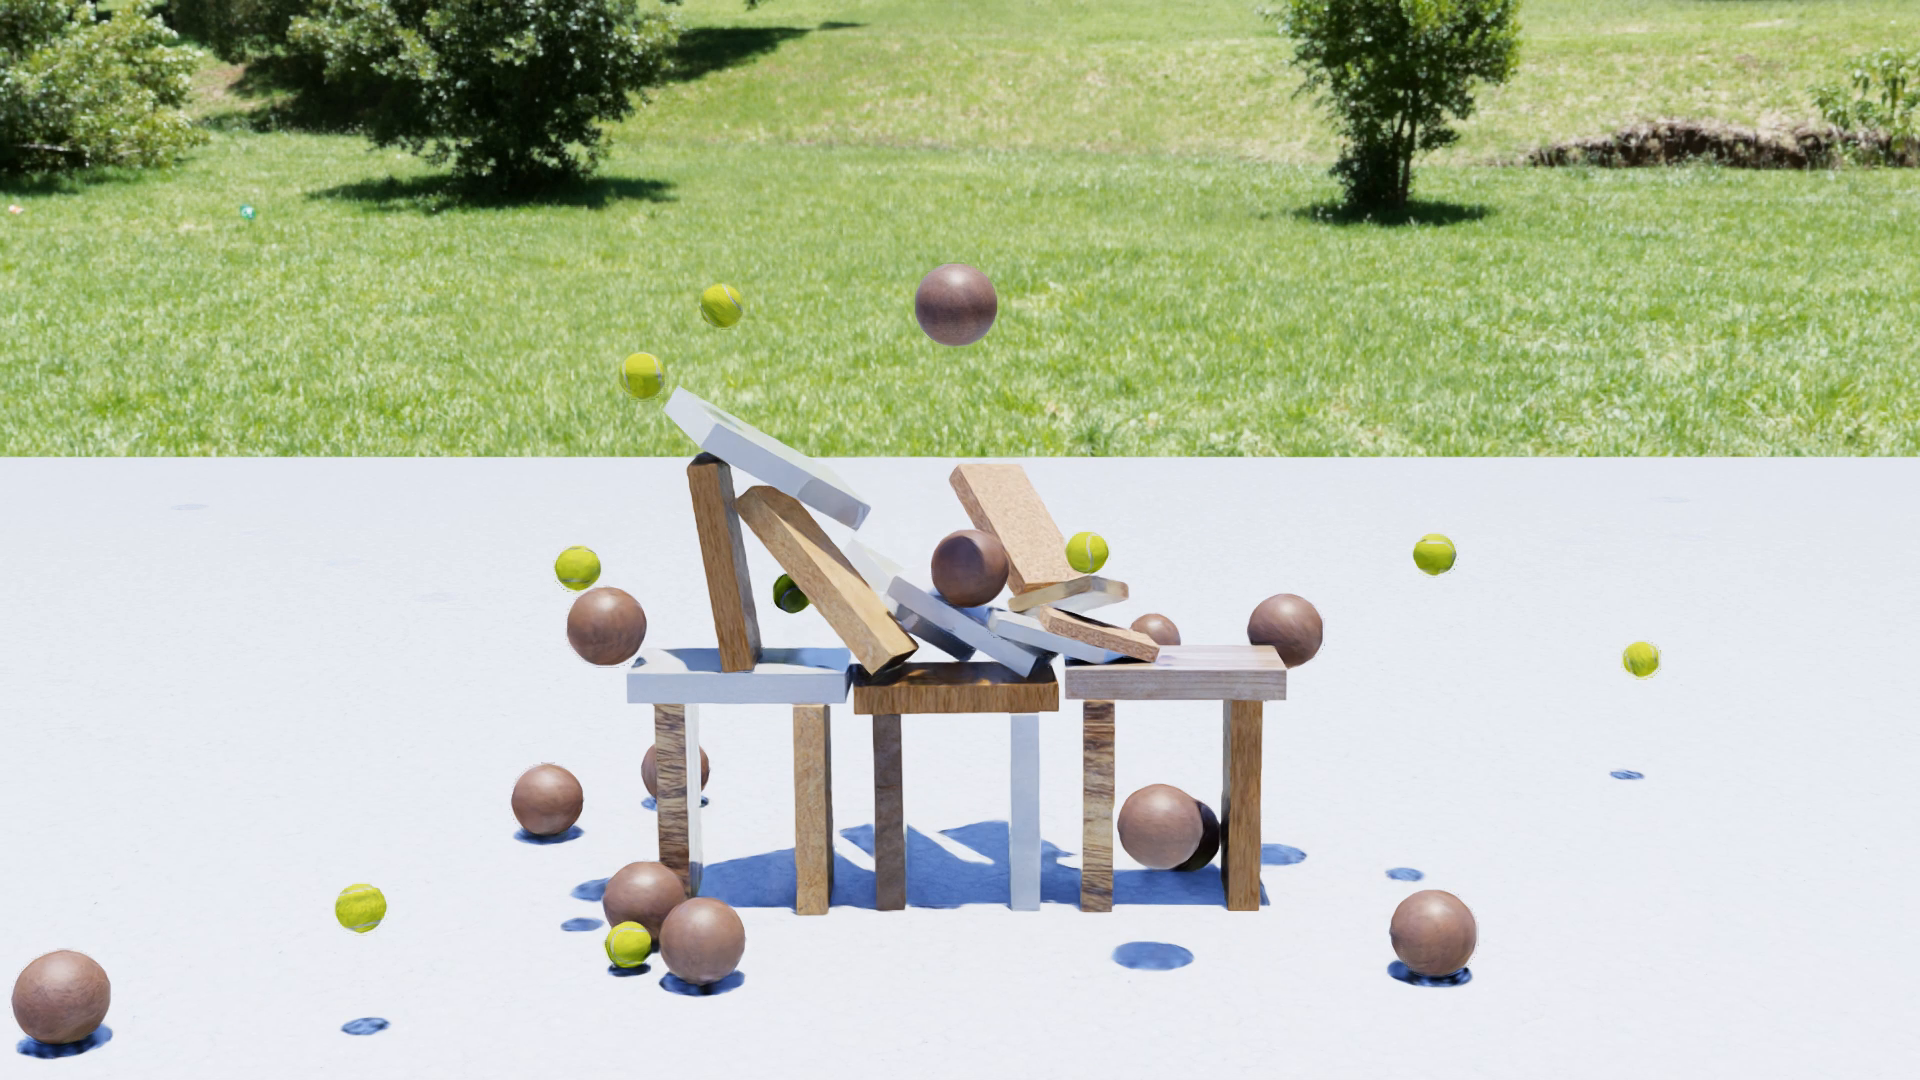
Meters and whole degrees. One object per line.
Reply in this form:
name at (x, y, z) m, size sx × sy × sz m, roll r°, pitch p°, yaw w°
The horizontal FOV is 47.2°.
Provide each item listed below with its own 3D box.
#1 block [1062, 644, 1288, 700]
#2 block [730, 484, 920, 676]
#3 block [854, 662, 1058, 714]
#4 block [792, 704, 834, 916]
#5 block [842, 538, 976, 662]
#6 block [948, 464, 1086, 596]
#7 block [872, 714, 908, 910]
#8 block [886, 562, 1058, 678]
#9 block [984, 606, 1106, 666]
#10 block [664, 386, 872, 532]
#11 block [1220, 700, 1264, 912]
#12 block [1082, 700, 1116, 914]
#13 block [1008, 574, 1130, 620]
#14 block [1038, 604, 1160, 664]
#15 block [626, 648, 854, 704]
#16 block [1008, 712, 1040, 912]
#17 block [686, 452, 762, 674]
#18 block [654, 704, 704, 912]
block at (0.347, 0.216, 3.606) m, size 0.354 × 0.050 × 0.177 m, roll 0°, pitch 11°, yaw 1°
block at (-0.218, 0.061, 3.595) m, size 0.047 × 0.358 × 0.167 m, roll -42°, pitch -8°, yaw 12°
block at (-0.010, 0.241, 3.610) m, size 0.329 × 0.047 × 0.165 m, roll -1°, pitch 10°, yaw -3°
block at (-0.240, 0.421, 3.617) m, size 0.050 × 0.350 × 0.175 m, roll 0°, pitch 11°, yaw 0°
block at (-0.089, 0.103, 3.786) m, size 0.138 × 0.039 × 0.303 m, roll 31°, pitch 8°, yaw -35°
block at (0.099, -0.018, 3.783) m, size 0.138 × 0.039 × 0.275 m, roll -1°, pitch 48°, yaw -37°
block at (-0.115, 0.428, 3.639) m, size 0.047 × 0.329 × 0.165 m, roll -1°, pitch 10°, yaw 0°
block at (0.026, 0.131, 3.647) m, size 0.275 × 0.039 × 0.138 m, roll 30°, pitch 18°, yaw 15°
block at (0.138, 0.154, 3.569) m, size 0.187 × 0.027 × 0.094 m, roll 17°, pitch 8°, yaw -12°
block at (-0.313, -0.132, 3.594) m, size 0.335 × 0.047 × 0.167 m, roll 29°, pitch 7°, yaw -36°
block at (0.465, 0.415, 3.639) m, size 0.050 × 0.354 × 0.177 m, roll 0°, pitch 10°, yaw 3°
block at (0.229, 0.417, 3.632) m, size 0.050 × 0.354 × 0.177 m, roll 1°, pitch 11°, yaw 4°
block at (0.179, 0.098, 3.642) m, size 0.094 × 0.027 × 0.187 m, roll 14°, pitch -23°, yaw -43°
block at (0.226, 0.152, 3.585) m, size 0.187 × 0.027 × 0.094 m, roll 17°, pitch 8°, yaw -10°
block at (-0.355, 0.221, 3.596) m, size 0.350 × 0.050 × 0.175 m, roll 0°, pitch 11°, yaw 2°
block at (0.106, 0.428, 3.638) m, size 0.047 × 0.329 × 0.165 m, roll -1°, pitch 11°, yaw 0°
block at (-0.380, 0.031, 3.556) m, size 0.047 × 0.335 × 0.167 m, roll -9°, pitch 10°, yaw 2°
block at (-0.464, 0.417, 3.639) m, size 0.050 × 0.350 × 0.175 m, roll 0°, pitch 11°, yaw 0°
